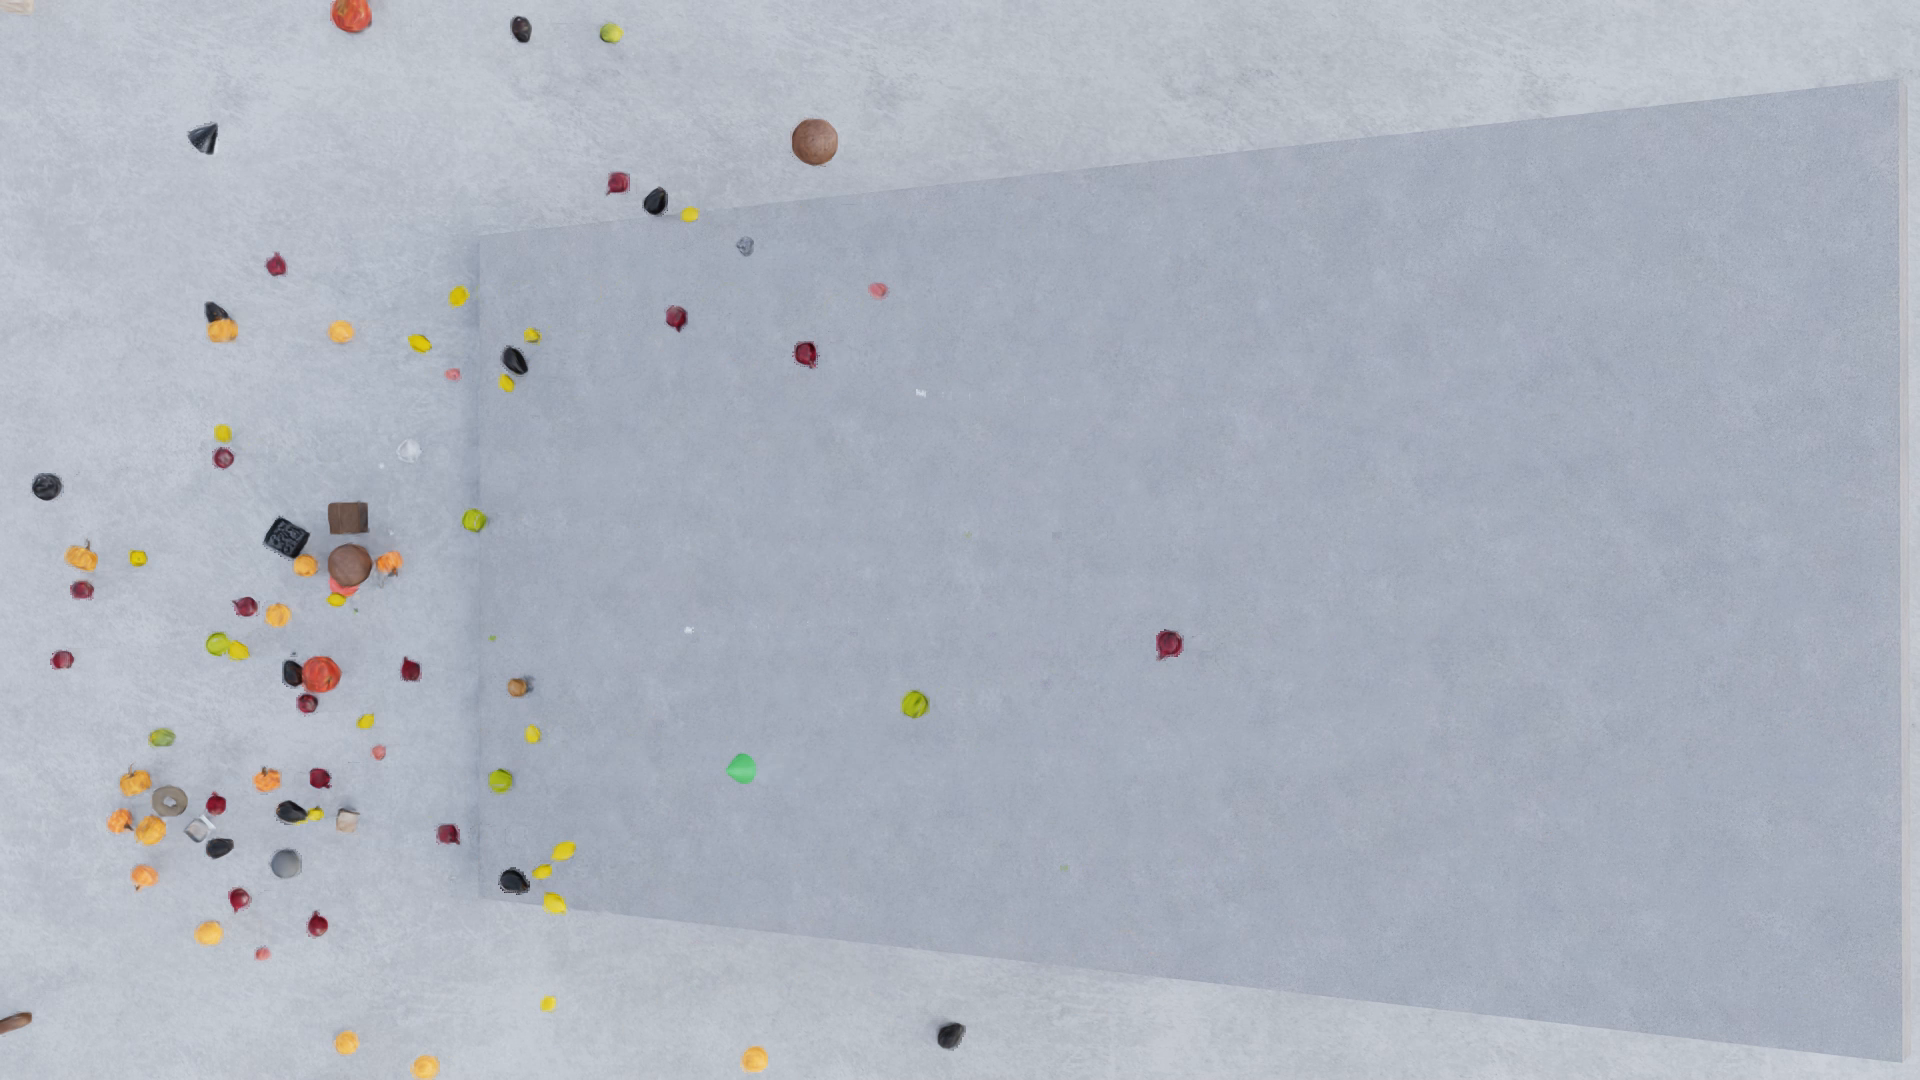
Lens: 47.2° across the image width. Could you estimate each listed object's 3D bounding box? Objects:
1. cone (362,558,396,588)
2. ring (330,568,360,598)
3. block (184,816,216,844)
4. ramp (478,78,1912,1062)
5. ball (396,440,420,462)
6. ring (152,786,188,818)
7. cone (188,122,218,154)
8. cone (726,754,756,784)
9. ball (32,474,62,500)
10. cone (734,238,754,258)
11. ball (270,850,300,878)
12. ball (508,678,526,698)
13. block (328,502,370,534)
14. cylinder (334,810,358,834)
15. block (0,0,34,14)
[{"bbox_3d":[-1.754,0.083,6.698,0.094,0.094,0.094,-40,90,-27],"label":"cone"},{"bbox_3d":[-1.877,0.128,6.703,0.093,0.031,0.093,0,90,1],"label":"ring"},{"bbox_3d":[-2.311,0.879,6.684,0.056,0.056,0.056,43,90,0],"label":"block"},{"bbox_3d":[0.257,0.071,5.594,4.000,0.100,2.000,0,89,33],"label":"ramp"},{"bbox_3d":[-1.676,-0.271,6.686,0.072,0.072,0.072,0,90,0],"label":"ball"},{"bbox_3d":[-2.373,0.785,6.601,0.106,0.035,0.106,-3,115,-7],"label":"ring"},{"bbox_3d":[-2.270,-1.237,6.663,0.096,0.096,0.096,-38,90,33],"label":"cone"},{"bbox_3d":[-0.620,0.633,6.044,0.085,0.085,0.085,0,89,33],"label":"cone"},{"bbox_3d":[-2.773,-0.160,6.680,0.082,0.082,0.082,0,90,0],"label":"ball"},{"bbox_3d":[-0.604,-0.811,6.064,0.055,0.055,0.055,0,89,33],"label":"cone"},{"bbox_3d":[-2.045,0.982,6.667,0.087,0.087,0.087,0,90,0],"label":"ball"},{"bbox_3d":[-1.311,0.438,6.508,0.056,0.056,0.056,0,90,0],"label":"ball"},{"bbox_3d":[-1.856,-0.066,6.673,0.093,0.093,0.093,-4,90,0],"label":"block"},{"bbox_3d":[-1.861,0.853,6.673,0.060,0.060,0.060,12,87,0],"label":"cylinder"},{"bbox_3d":[-2.854,-1.649,6.642,0.088,0.088,0.088,5,79,-3],"label":"block"}]
